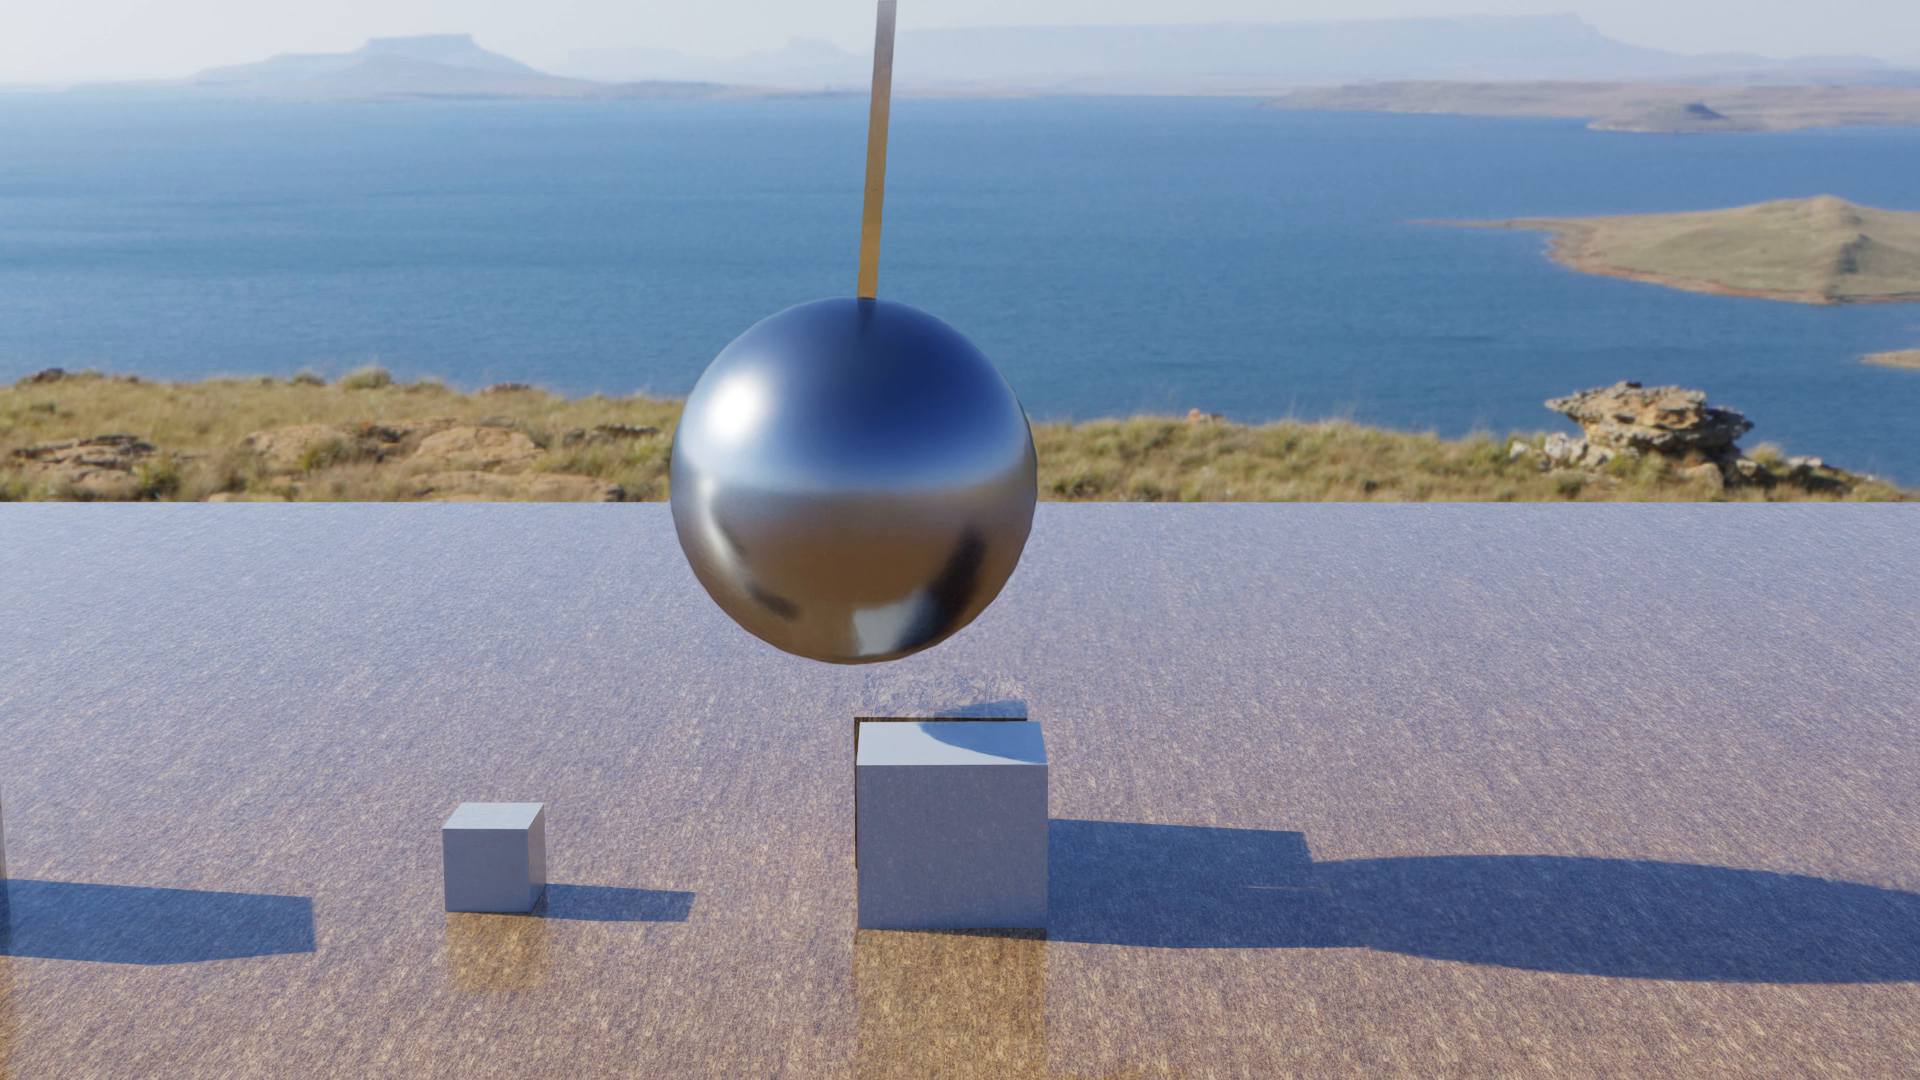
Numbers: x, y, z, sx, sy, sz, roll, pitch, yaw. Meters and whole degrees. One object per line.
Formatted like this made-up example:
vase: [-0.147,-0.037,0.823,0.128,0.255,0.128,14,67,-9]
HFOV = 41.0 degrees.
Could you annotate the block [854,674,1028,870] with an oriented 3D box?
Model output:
block: [-0.075,1.055,11.809,0.766,0.700,0.832,0,10,1]

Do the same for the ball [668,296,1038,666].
ball: [-0.460,-0.258,11.133,1.600,1.600,1.600,0,10,0]

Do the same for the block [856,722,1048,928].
block: [-0.038,1.207,10.963,0.788,0.703,0.710,0,10,-1]

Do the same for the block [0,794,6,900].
block: [-4.421,1.196,10.845,0.634,0.767,0.717,-3,11,-15]

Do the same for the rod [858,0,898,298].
rod: [-0.199,-3.593,10.527,0.080,5.200,0.080,4,10,-1]

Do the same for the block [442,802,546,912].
block: [-2.001,1.363,11.047,0.362,0.366,0.393,0,10,1]
